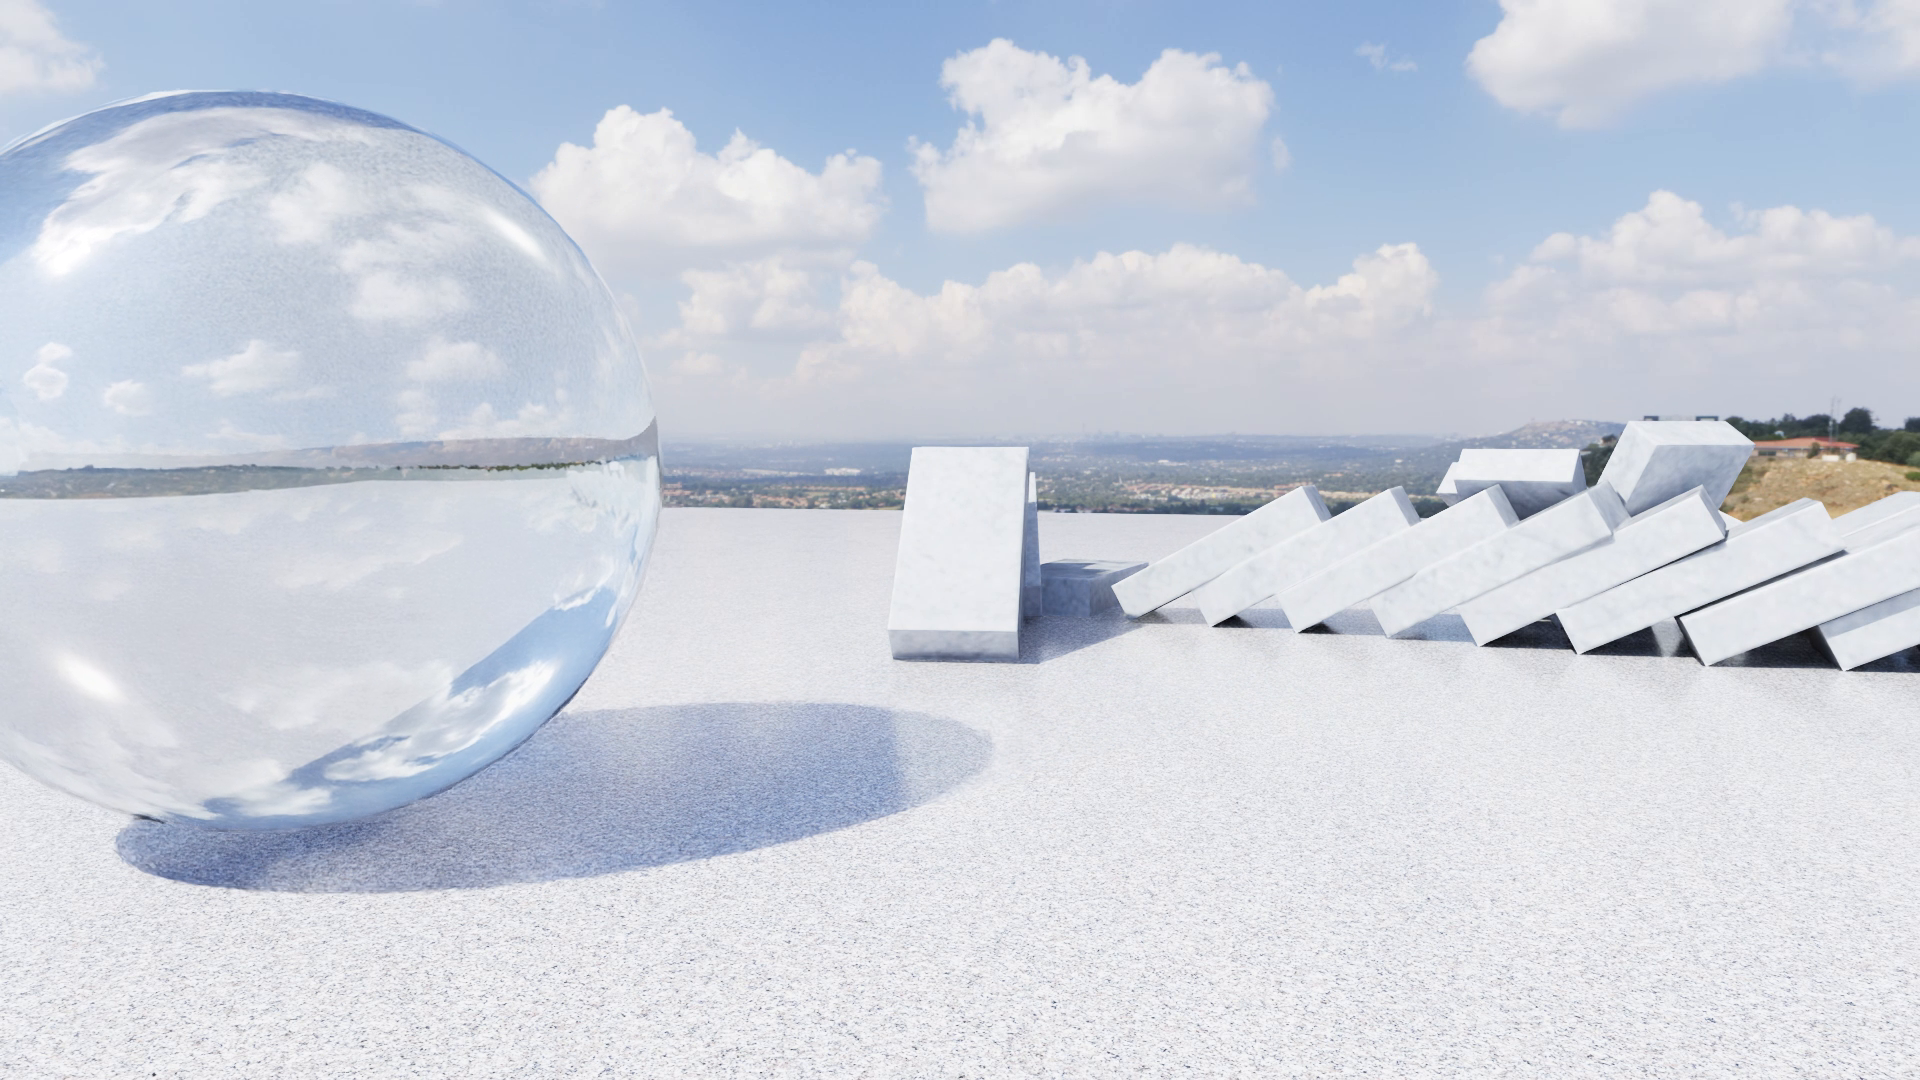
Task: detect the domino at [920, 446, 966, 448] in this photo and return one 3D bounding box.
[{"bbox_3d":[0.001,0.000,0.293,0.025,0.009,0.050,1,48,6],"label":"domino"}]

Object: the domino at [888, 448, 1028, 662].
[{"bbox_3d":[0.001,0.002,0.266,0.025,0.009,0.050,0,48,6],"label":"domino"}]

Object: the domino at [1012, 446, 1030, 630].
[{"bbox_3d":[0.003,-0.001,0.307,0.025,0.009,0.050,0,48,6],"label":"domino"}]

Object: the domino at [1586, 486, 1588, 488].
[{"bbox_3d":[0.187,0.000,0.348,0.050,0.009,0.025,35,17,30],"label":"domino"}]

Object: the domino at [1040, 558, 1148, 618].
[{"bbox_3d":[0.031,0.012,0.342,0.025,0.009,0.050,2,5,25],"label":"domino"}]

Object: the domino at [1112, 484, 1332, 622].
[{"bbox_3d":[0.063,0.003,0.308,0.050,0.010,0.025,-30,-8,21],"label":"domino"}]

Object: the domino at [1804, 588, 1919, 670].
[{"bbox_3d":[0.189,0.008,0.243,0.050,0.009,0.025,-28,-5,23],"label":"domino"}]

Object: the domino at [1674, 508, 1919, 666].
[{"bbox_3d":[0.166,0.008,0.248,0.050,0.010,0.025,-27,-7,23],"label":"domino"}]

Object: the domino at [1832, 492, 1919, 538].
[{"bbox_3d":[0.179,0.005,0.271,0.050,0.010,0.025,-27,-6,19],"label":"domino"}]

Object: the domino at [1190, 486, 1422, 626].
[{"bbox_3d":[0.081,0.004,0.300,0.050,0.010,0.025,-30,-9,24],"label":"domino"}]

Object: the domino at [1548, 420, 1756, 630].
[{"bbox_3d":[0.151,-0.003,0.285,0.025,0.050,0.009,-1,37,-14],"label":"domino"}]

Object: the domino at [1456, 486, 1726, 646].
[{"bbox_3d":[0.132,0.005,0.268,0.050,0.009,0.025,-32,-10,31],"label":"domino"}]

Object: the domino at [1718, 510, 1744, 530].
[{"bbox_3d":[0.203,0.001,0.333,0.050,0.010,0.025,35,17,29],"label":"domino"}]

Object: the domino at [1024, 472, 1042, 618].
[{"bbox_3d":[0.007,0.001,0.325,0.025,0.009,0.050,-3,35,3],"label":"domino"}]

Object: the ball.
[{"bbox_3d":[-0.074,-0.008,0.143,0.080,0.080,0.080,0,4,0],"label":"ball"}]

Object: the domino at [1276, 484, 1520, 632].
[{"bbox_3d":[0.098,0.004,0.289,0.050,0.009,0.025,-31,-10,28],"label":"domino"}]

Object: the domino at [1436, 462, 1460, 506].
[{"bbox_3d":[0.146,-0.001,0.324,0.050,0.009,0.025,39,-15,-24],"label":"domino"}]

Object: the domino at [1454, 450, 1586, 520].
[{"bbox_3d":[0.136,-0.001,0.304,0.025,0.009,0.050,3,-38,37],"label":"domino"}]

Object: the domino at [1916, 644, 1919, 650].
[{"bbox_3d":[0.212,0.008,0.244,0.050,0.009,0.025,-28,2,9],"label":"domino"}]

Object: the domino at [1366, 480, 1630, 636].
[{"bbox_3d":[0.116,0.004,0.277,0.050,0.009,0.025,-33,-11,35],"label":"domino"}]

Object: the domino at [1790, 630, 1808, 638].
[{"bbox_3d":[0.205,0.007,0.288,0.050,0.009,0.025,-27,14,-21],"label":"domino"}]

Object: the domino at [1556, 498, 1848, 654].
[{"bbox_3d":[0.148,0.007,0.260,0.050,0.010,0.025,-29,-9,26],"label":"domino"}]
